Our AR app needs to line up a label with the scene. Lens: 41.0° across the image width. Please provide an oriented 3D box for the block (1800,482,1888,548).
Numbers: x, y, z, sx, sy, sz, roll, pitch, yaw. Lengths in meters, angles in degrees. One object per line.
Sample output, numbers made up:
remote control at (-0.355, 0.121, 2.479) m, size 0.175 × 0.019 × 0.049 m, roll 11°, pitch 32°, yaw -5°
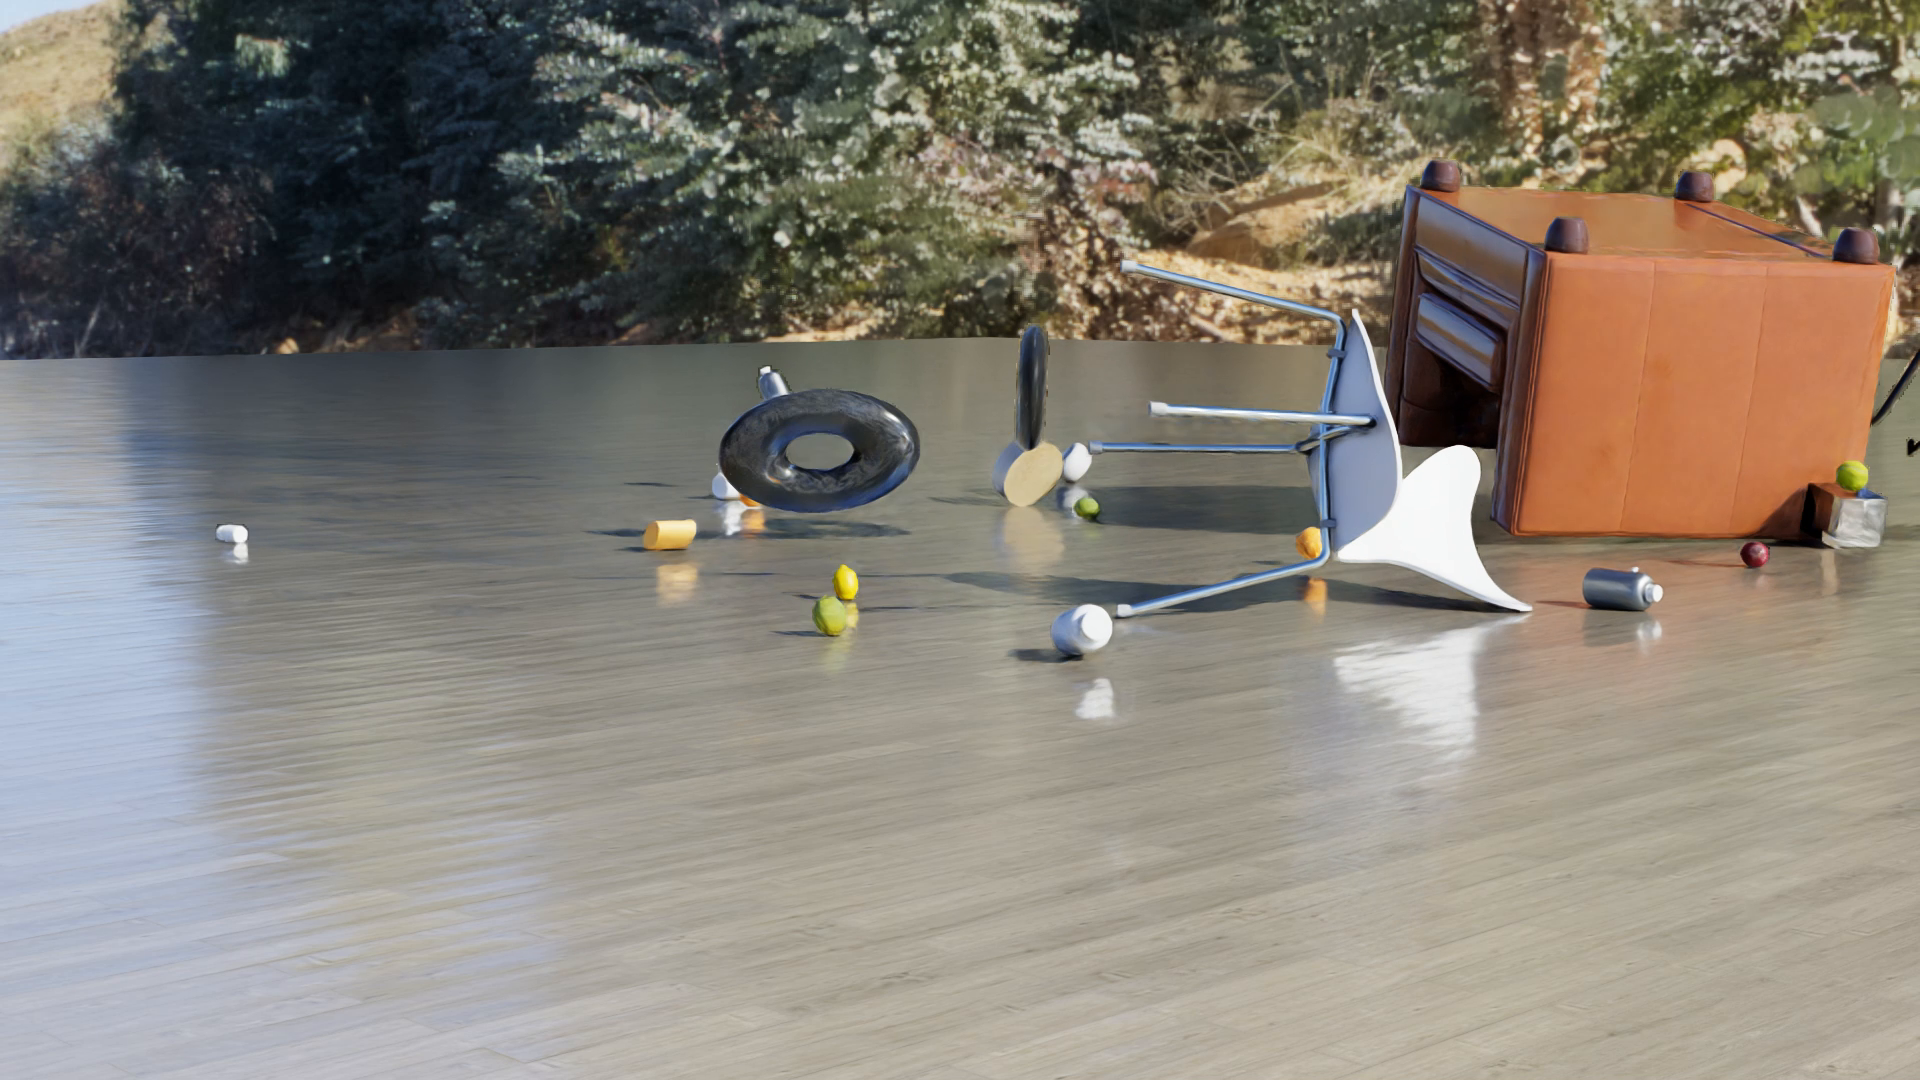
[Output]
block at (2.157, -0.062, 6.266) m, size 0.128 × 0.122 × 0.141 m, roll -1°, pitch 19°, yaw -17°

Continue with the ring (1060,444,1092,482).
ring at (0.366, -0.247, 8.230) m, size 0.094 × 0.078 × 0.150 m, roll -29°, pitch 19°, yaw 47°

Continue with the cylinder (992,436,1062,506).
cylinder at (0.195, -0.202, 7.408) m, size 0.143 × 0.205 × 0.144 m, roll 40°, pitch 1°, yaw -19°

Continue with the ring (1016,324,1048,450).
ring at (0.177, -0.377, 6.362) m, size 0.066 × 0.314 × 0.389 m, roll 3°, pitch 7°, yaw 1°

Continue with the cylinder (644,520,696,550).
cylinder at (-0.698, -0.012, 6.162) m, size 0.092 × 0.058 × 0.130 m, roll -3°, pitch -18°, yaw -25°

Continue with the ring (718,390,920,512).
ring at (-0.347, -0.218, 6.338) m, size 0.506 × 0.324 × 0.109 m, roll -5°, pitch 26°, yaw 4°
